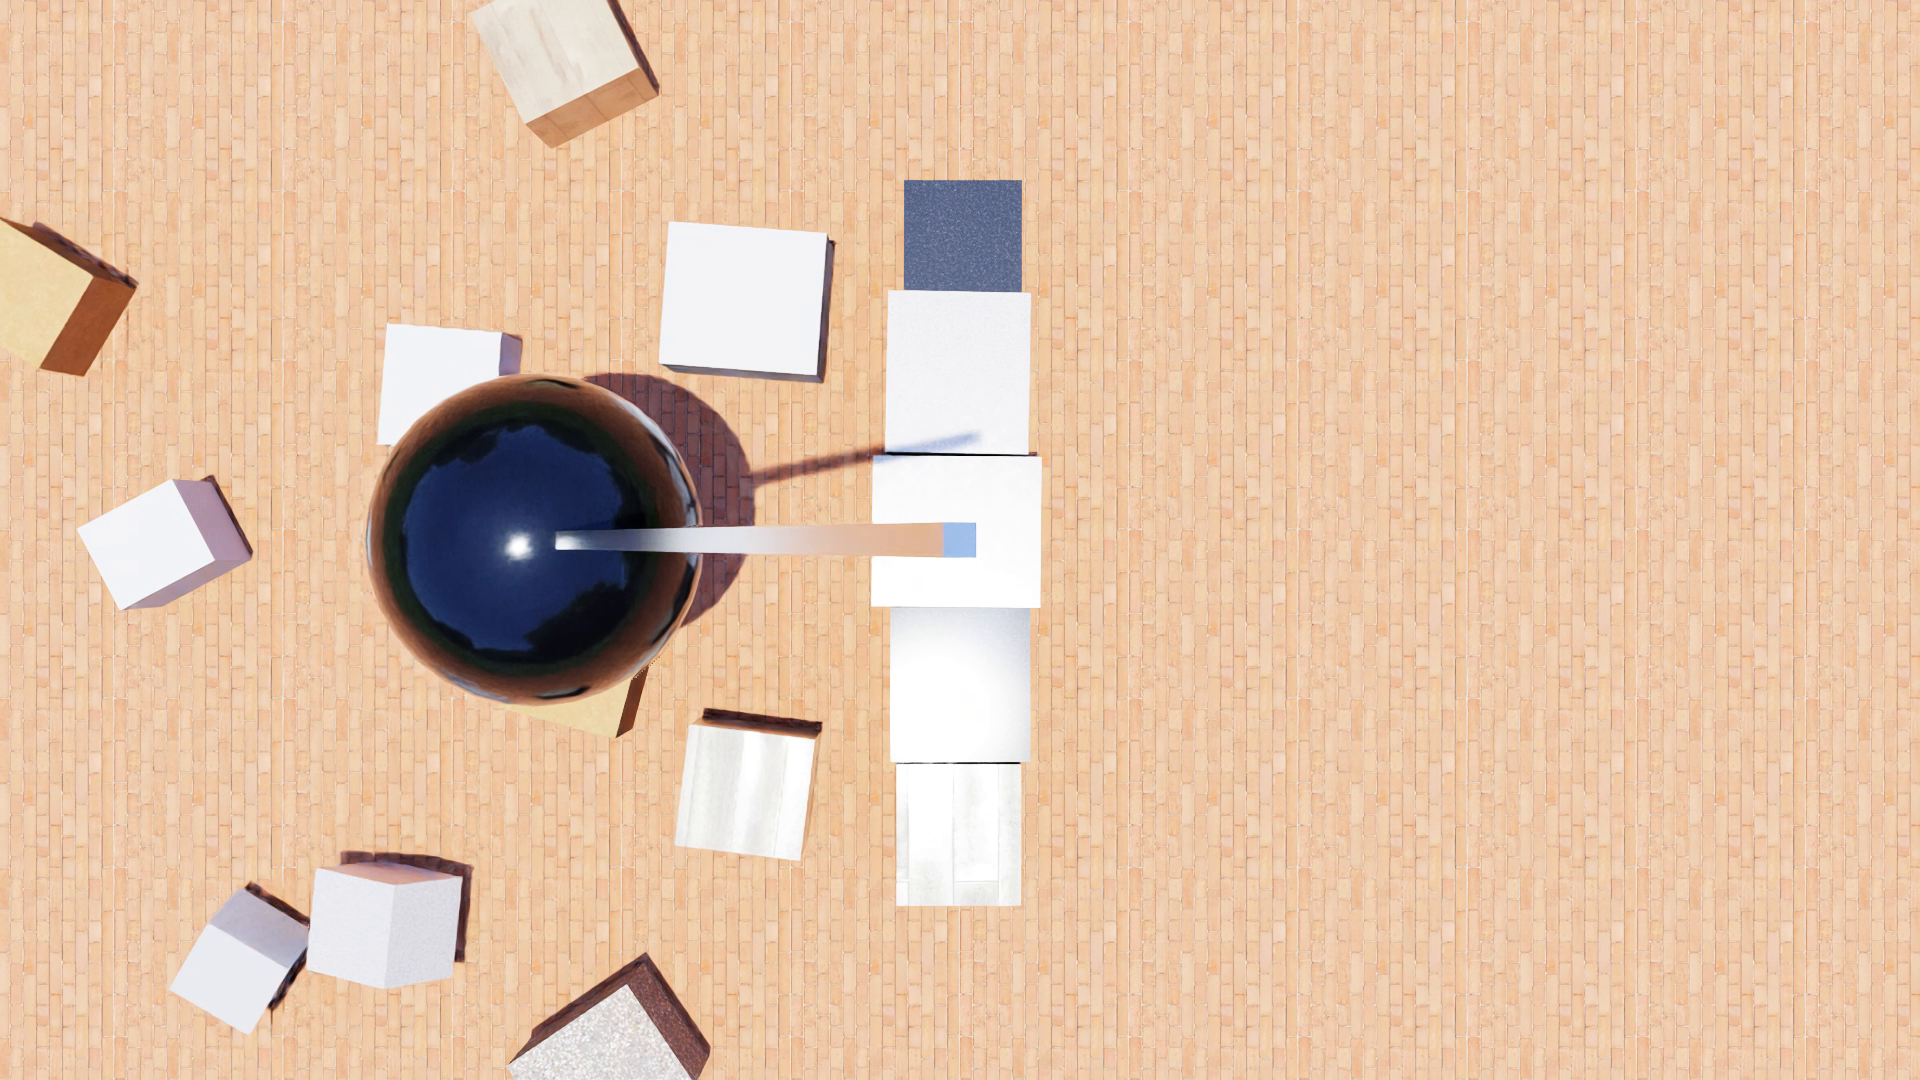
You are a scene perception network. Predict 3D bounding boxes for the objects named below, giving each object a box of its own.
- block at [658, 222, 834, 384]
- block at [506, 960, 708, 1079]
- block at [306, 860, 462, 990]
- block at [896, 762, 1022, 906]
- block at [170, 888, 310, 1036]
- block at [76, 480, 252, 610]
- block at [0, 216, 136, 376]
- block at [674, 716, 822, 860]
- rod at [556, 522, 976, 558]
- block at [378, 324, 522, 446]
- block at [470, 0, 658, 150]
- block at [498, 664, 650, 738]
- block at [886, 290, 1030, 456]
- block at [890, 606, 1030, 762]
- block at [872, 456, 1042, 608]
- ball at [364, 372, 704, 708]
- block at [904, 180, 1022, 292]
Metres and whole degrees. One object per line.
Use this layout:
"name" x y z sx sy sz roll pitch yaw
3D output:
"block" -1.214 -1.351 12.640 0.882 0.720 0.793 4 90 0
"block" -2.010 2.997 12.650 0.816 0.700 0.682 -34 90 0
"block" -3.300 2.196 12.613 0.601 0.552 0.580 6 90 29
"block" -0.006 1.631 12.578 0.686 0.844 0.779 0 90 0
"block" -4.129 2.427 12.684 0.520 0.467 0.503 32 106 -6
"block" -4.571 0.026 12.672 0.601 0.656 0.517 -28 90 0
"block" -5.326 -1.404 12.679 0.705 0.643 0.605 31 90 0
"block" -1.211 1.420 12.686 0.710 0.627 0.684 7 90 0
"rod" -0.879 0.000 7.349 0.080 5.200 0.080 0 90 -20
"block" -2.938 -0.855 12.704 0.644 0.593 0.685 5 90 0
"block" -2.253 -2.774 12.604 0.709 0.793 0.686 -26 90 0
"block" -2.166 0.656 12.672 0.684 0.656 0.770 15 90 0
"block" -0.010 -0.926 12.572 0.788 0.856 0.890 1 90 0
"block" 0.002 0.803 12.609 0.777 0.781 0.858 0 90 0
"block" -0.019 -0.048 12.603 0.934 0.793 0.835 1 90 0
"ball" -2.029 0.000 10.549 1.600 1.600 1.600 0 90 0
"block" 0.016 -1.701 12.671 0.664 0.658 0.639 0 90 0
